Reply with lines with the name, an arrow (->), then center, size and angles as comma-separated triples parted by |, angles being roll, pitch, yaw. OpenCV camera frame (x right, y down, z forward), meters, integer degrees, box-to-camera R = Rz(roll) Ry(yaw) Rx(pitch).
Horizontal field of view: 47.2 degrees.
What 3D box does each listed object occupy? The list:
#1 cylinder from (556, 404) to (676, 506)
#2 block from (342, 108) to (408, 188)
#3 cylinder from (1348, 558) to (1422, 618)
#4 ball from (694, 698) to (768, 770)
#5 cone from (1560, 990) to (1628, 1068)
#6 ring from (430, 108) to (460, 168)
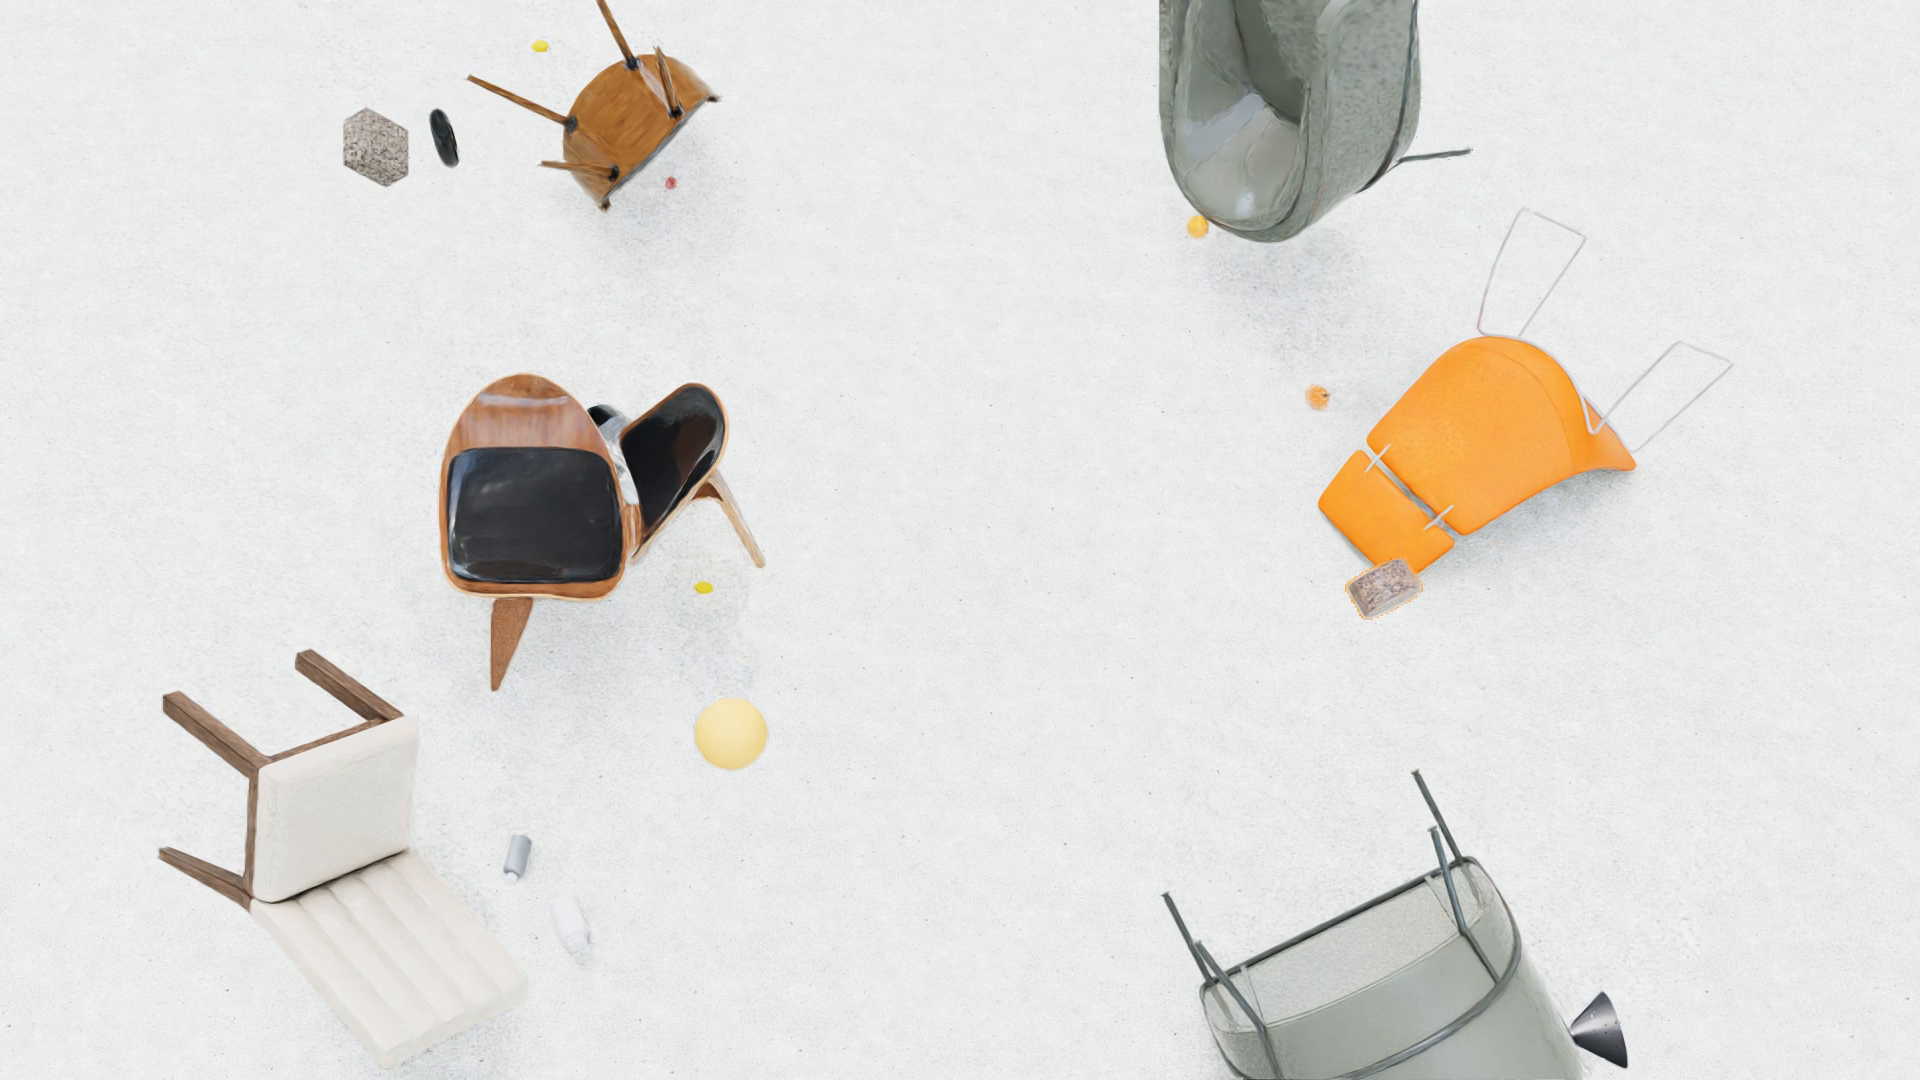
cylinder -> -1.034, -0.256, 6.614 | 0.247, 0.206, 0.258 | 35, 35, 21
block -> -1.799, -1.209, 6.775 | 0.101, 0.168, 0.166 | -20, 62, 30
cylinder -> 1.179, 0.134, 6.103 | 0.186, 0.148, 0.094 | -22, 73, -21
ball -> -0.577, 0.487, 5.543 | 0.182, 0.182, 0.182 | 0, 56, 0
cone -> 1.580, 1.244, 5.544 | 0.144, 0.096, 0.206 | -6, 57, -7
ring -> -1.564, -1.218, 6.670 | 0.056, 0.217, 0.125 | -12, 52, -5
